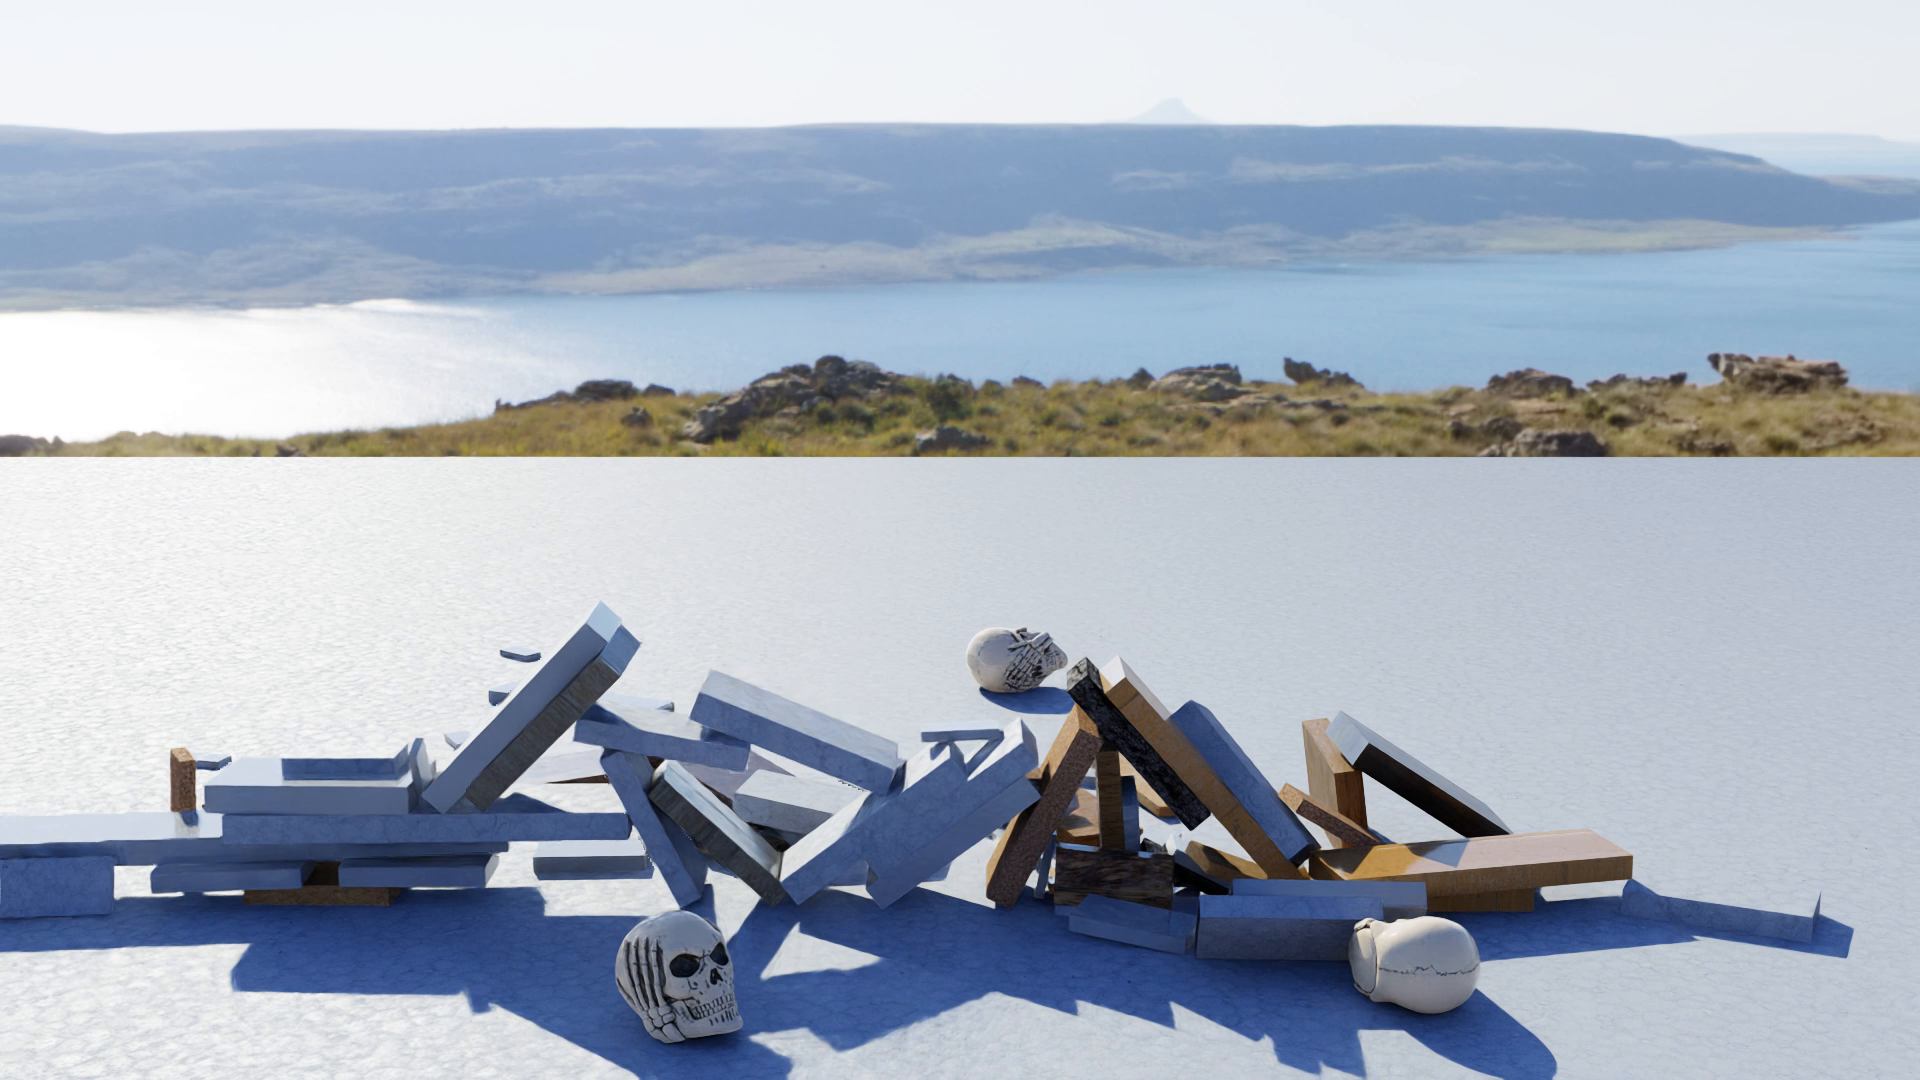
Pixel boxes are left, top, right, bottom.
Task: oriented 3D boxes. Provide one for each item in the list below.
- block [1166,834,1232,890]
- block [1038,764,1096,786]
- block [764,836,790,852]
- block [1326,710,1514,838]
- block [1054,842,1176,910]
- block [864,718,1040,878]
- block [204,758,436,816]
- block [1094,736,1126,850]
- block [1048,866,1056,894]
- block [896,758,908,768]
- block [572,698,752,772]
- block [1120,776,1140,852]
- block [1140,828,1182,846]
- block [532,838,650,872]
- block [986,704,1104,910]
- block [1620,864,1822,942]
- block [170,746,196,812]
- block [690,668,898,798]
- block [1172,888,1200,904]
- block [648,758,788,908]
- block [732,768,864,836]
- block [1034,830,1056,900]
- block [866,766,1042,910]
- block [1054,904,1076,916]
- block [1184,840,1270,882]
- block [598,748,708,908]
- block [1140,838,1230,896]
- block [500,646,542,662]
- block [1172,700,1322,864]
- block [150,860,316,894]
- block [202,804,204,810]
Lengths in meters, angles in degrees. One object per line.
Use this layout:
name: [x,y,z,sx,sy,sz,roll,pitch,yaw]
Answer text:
block: [0.418,0.544,3.664,0.152,0.022,0.076,27,10,-6]
block: [0.217,0.460,4.319,0.134,0.019,0.067,4,11,20]
block: [-0.356,0.544,3.875,0.050,0.014,0.101,10,14,43]
block: [0.811,0.431,3.862,0.340,0.048,0.170,33,9,-14]
block: [0.249,0.548,3.552,0.190,0.095,0.027,5,11,13]
block: [-0.015,0.424,3.639,0.323,0.046,0.162,-36,8,6]
block: [-1.055,0.406,3.640,0.334,0.047,0.167,0,10,3]
block: [0.249,0.459,3.648,0.037,0.263,0.131,-4,10,1]
block: [0.172,0.566,3.684,0.057,0.016,0.113,-15,4,0]
block: [-0.159,0.455,4.346,0.131,0.018,0.065,-9,14,-41]
block: [-0.485,0.319,3.617,0.280,0.040,0.140,11,10,-3]
block: [0.283,0.492,3.646,0.026,0.182,0.091,-4,27,1]
block: [0.340,0.533,3.831,0.063,0.018,0.125,4,11,20]
block: [-0.640,0.547,3.824,0.190,0.027,0.095,-1,11,-3]
block: [0.139,0.439,3.641,0.046,0.323,0.162,27,10,-4]
block: [1.236,0.587,3.570,0.290,0.041,0.145,5,12,26]
block: [-1.355,0.463,3.834,0.026,0.186,0.093,-3,11,-30]
block: [-0.274,0.319,3.671,0.346,0.049,0.173,22,9,-4]
block: [0.351,0.589,3.640,0.093,0.013,0.046,1,11,5]
block: [-0.396,0.482,3.642,0.280,0.040,0.140,43,5,-10]
block: [-0.221,0.487,3.920,0.340,0.048,0.170,11,10,7]
block: [0.141,0.534,3.658,0.016,0.113,0.057,11,10,-2]
block: [-0.010,0.477,3.646,0.323,0.046,0.162,-36,8,7]
block: [0.195,0.592,3.616,0.057,0.016,0.113,2,11,13]
block: [0.451,0.544,3.633,0.152,0.022,0.076,23,11,-29]
block: [-0.505,0.458,3.643,0.040,0.280,0.140,-26,10,3]
block: [0.372,0.548,3.658,0.152,0.022,0.076,26,10,-4]
block: [-1.065,0.275,5.327,0.097,0.014,0.049,9,14,39]
block: [0.481,0.406,3.690,0.043,0.307,0.153,-41,-19,7]
block: [-1.200,0.544,3.637,0.239,0.034,0.120,-1,10,-5]
block: [-1.208,0.500,4.032,0.312,0.044,0.156,4,11,20]
